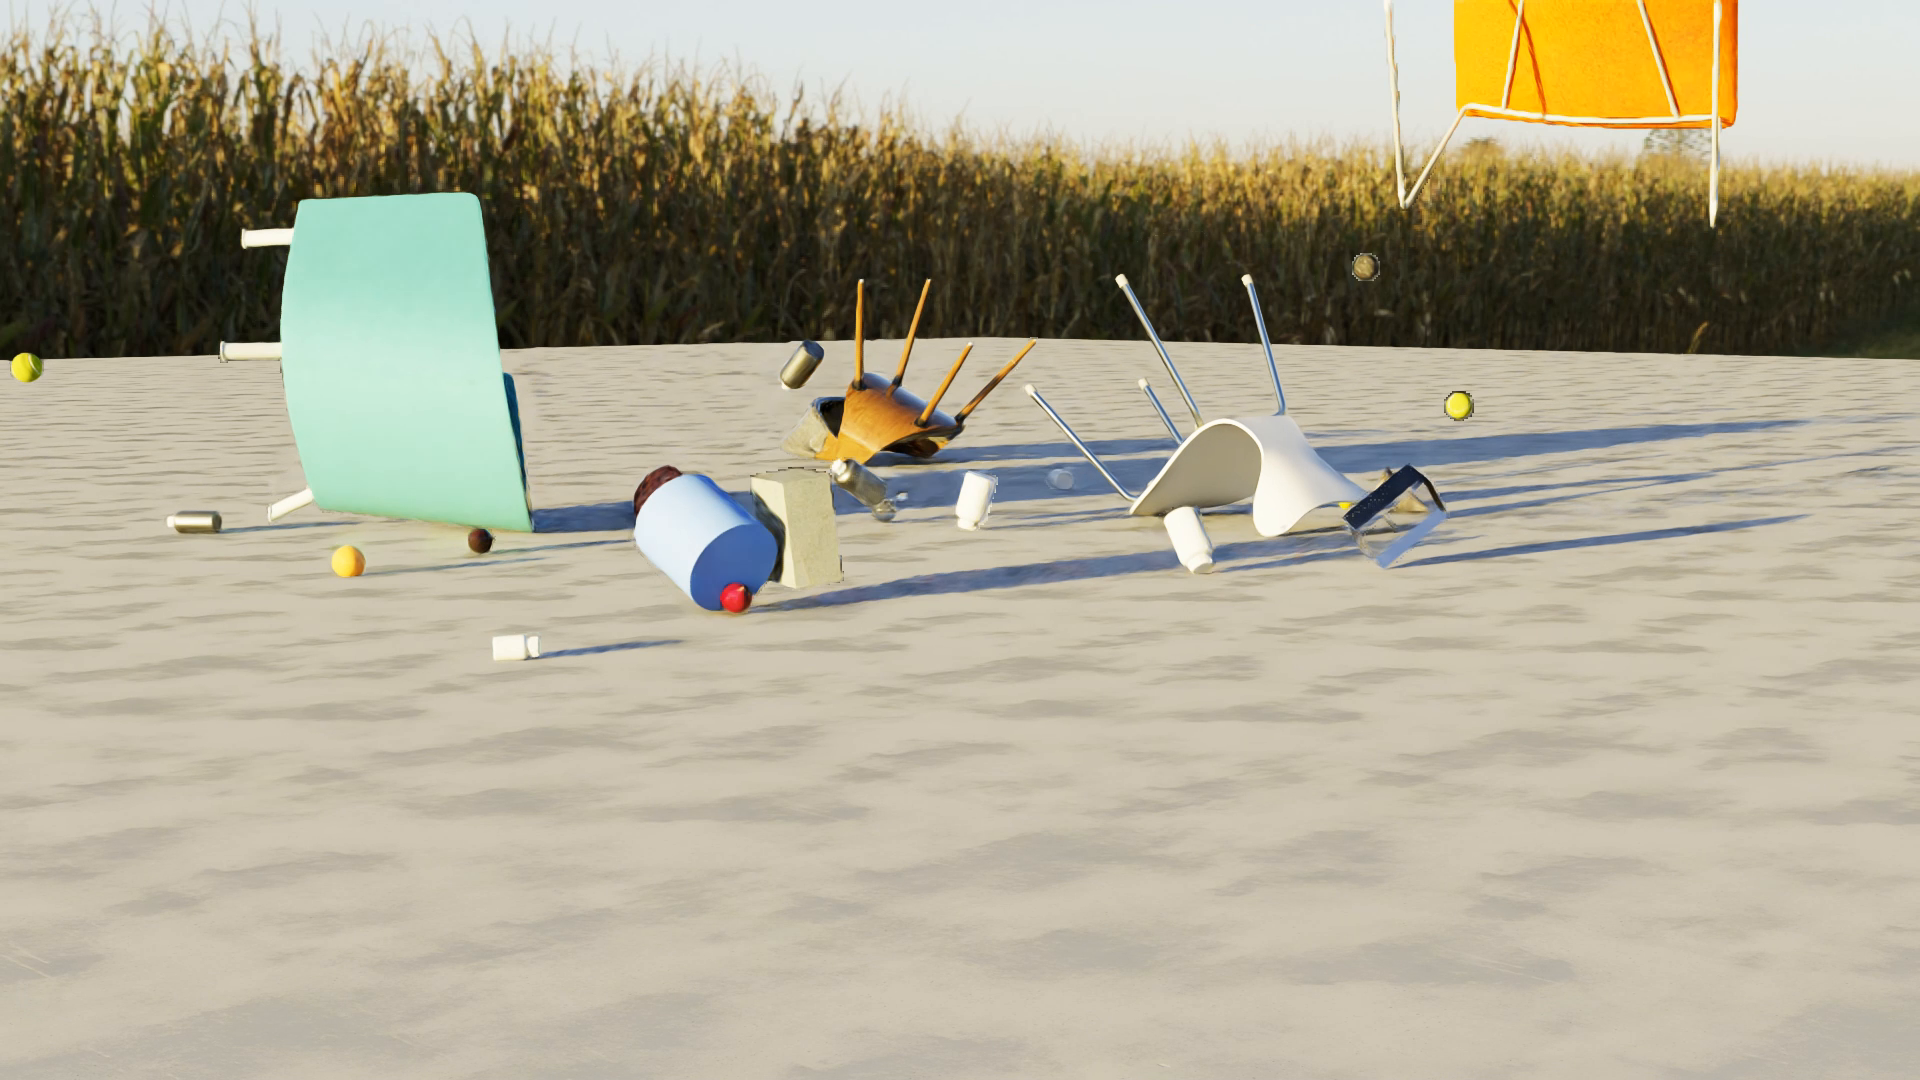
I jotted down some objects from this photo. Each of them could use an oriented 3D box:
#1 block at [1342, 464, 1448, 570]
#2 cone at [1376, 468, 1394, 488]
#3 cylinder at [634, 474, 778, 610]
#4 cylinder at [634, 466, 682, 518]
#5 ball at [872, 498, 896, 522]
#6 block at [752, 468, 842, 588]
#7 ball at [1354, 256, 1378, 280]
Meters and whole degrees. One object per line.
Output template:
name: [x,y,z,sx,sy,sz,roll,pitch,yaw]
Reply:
block: [0.978,-0.053,5.763,0.194,0.125,0.085,-39,37,-3]
cone: [1.267,-0.127,7.373,0.136,0.120,0.144,26,-1,13]
cylinder: [-0.501,0.004,5.058,0.204,0.196,0.201,-18,41,-34]
cylinder: [-0.814,-0.125,6.922,0.104,0.167,0.117,41,-1,-9]
ball: [-0.203,-0.080,6.855,0.067,0.067,0.067,0,6,0]
block: [-0.327,-0.024,5.116,0.100,0.211,0.155,-12,11,-26]
ball: [0.957,-0.643,6.047,0.057,0.057,0.057,0,6,0]
